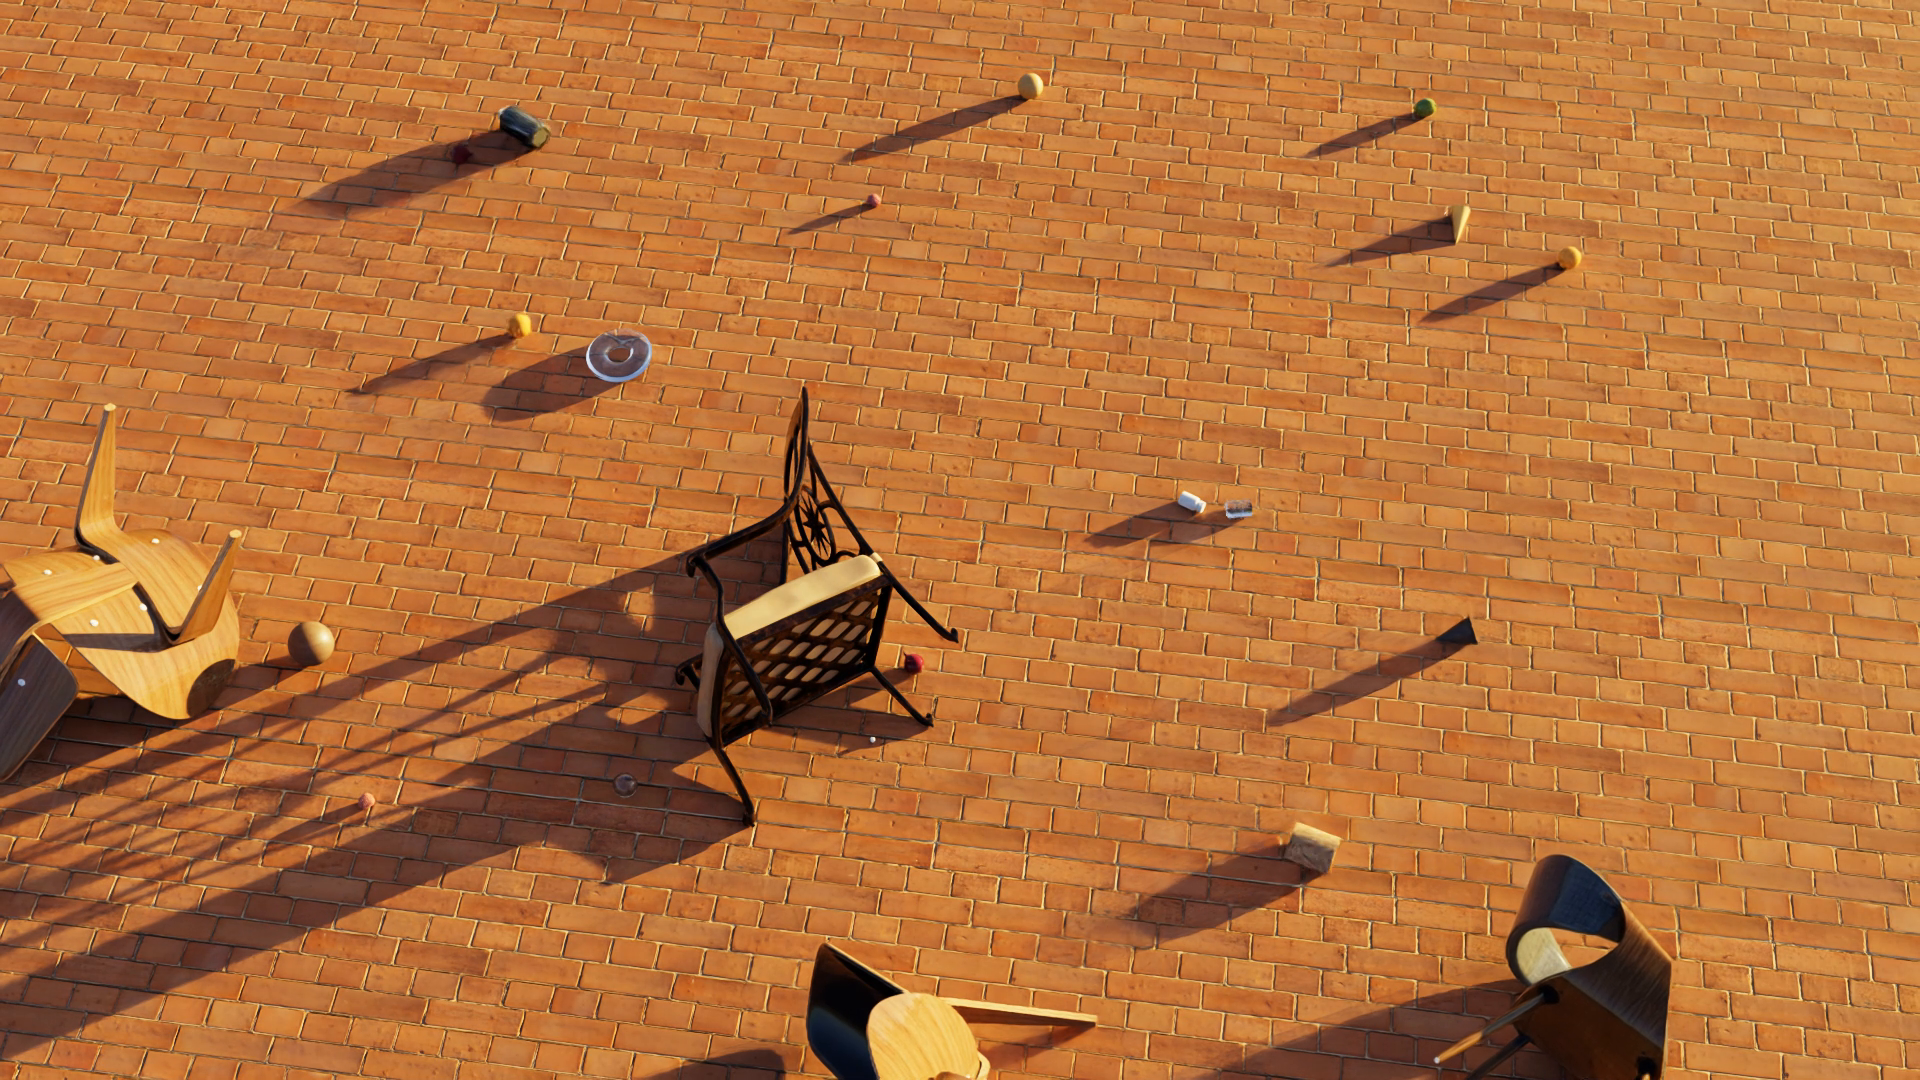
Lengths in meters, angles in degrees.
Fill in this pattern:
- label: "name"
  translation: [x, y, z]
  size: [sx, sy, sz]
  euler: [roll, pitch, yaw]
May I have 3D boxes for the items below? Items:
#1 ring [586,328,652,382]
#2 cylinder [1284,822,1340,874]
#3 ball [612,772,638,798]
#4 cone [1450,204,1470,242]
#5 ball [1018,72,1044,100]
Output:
- label: "ring"
  translation: [-1.074, -0.583, 6.937]
  size: [0.207, 0.049, 0.213]
  euler: [27, 60, 18]
- label: "cylinder"
  translation: [0.956, 0.836, 5.972]
  size: [0.125, 0.065, 0.106]
  euler: [22, 76, 11]
- label: "ball"
  translation: [-0.925, 0.677, 6.078]
  size: [0.069, 0.069, 0.069]
  euler: [0, 56, 0]
- label: "cone"
  translation: [1.640, -1.029, 7.245]
  size: [0.067, 0.065, 0.134]
  euler: [24, 67, -33]
- label: "ball"
  translation: [0.242, -1.561, 7.567]
  size: [0.090, 0.090, 0.090]
  euler: [0, 56, 0]
